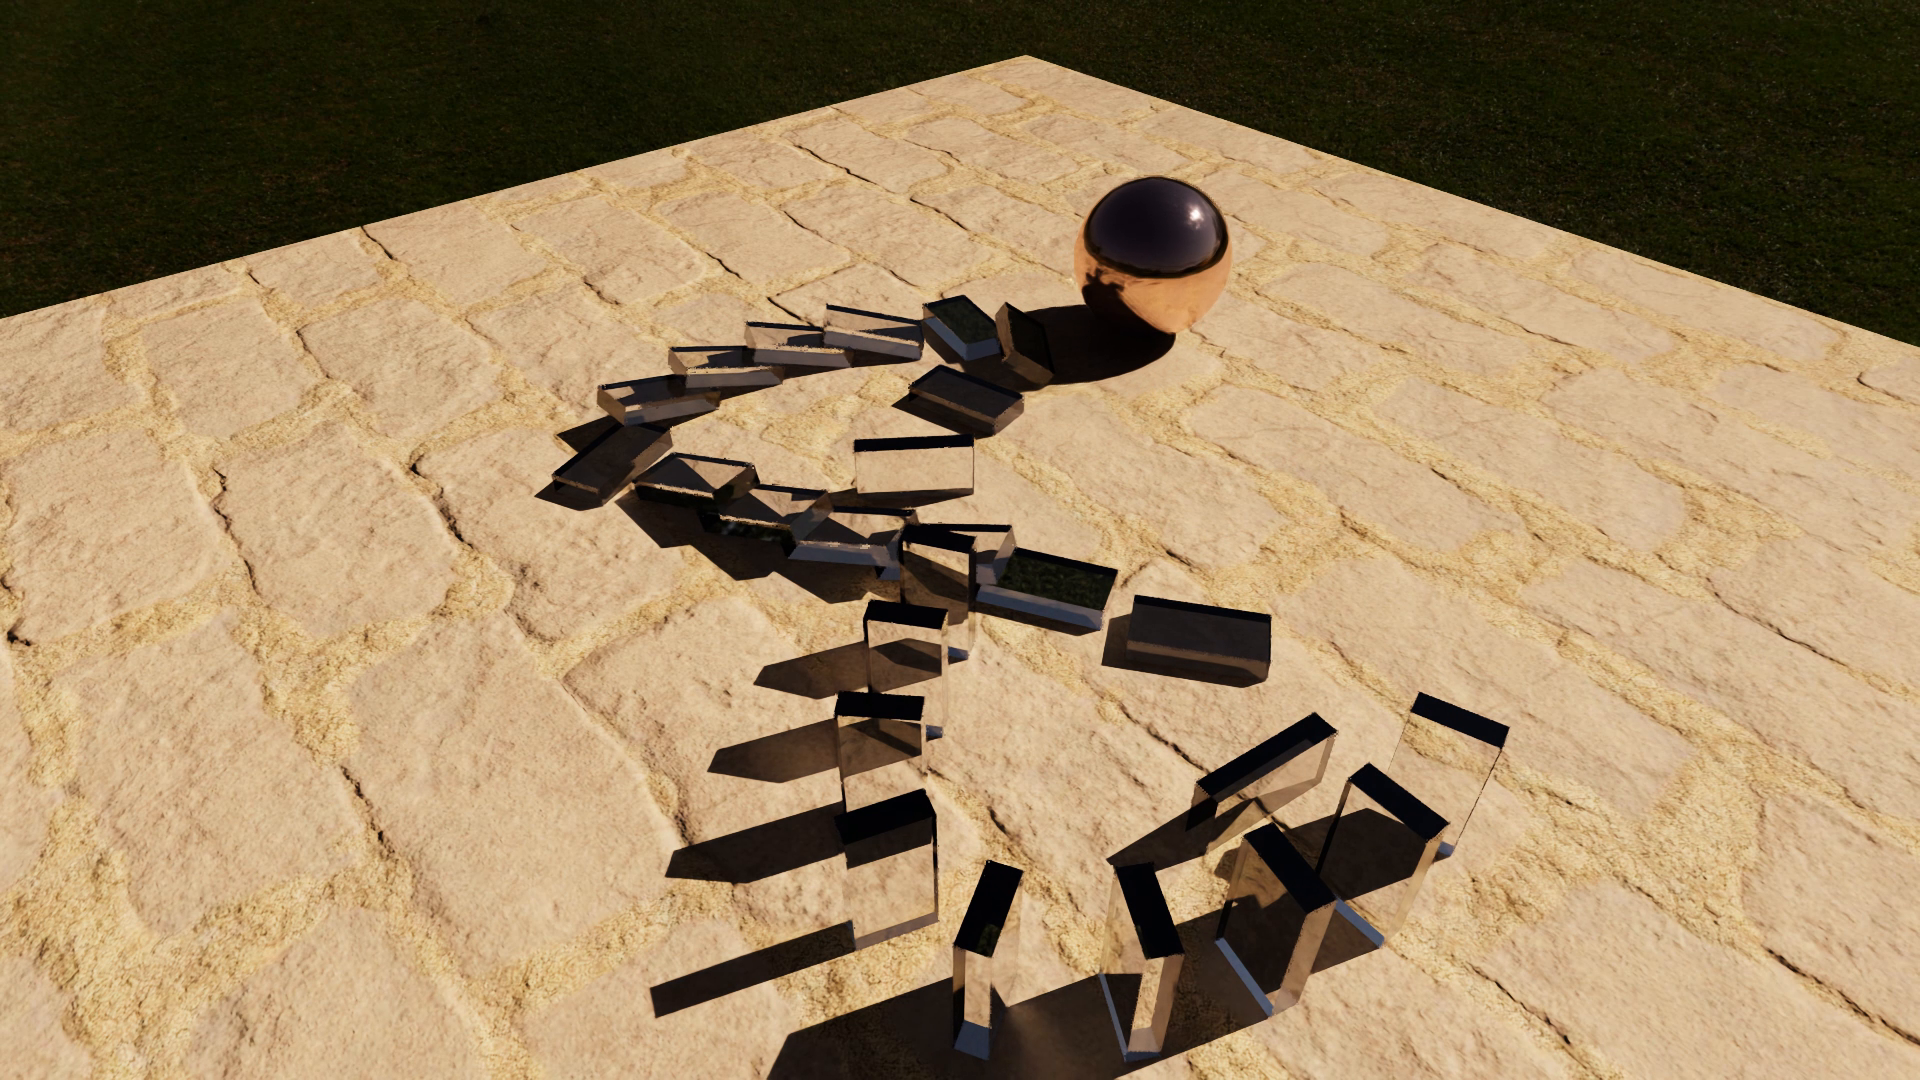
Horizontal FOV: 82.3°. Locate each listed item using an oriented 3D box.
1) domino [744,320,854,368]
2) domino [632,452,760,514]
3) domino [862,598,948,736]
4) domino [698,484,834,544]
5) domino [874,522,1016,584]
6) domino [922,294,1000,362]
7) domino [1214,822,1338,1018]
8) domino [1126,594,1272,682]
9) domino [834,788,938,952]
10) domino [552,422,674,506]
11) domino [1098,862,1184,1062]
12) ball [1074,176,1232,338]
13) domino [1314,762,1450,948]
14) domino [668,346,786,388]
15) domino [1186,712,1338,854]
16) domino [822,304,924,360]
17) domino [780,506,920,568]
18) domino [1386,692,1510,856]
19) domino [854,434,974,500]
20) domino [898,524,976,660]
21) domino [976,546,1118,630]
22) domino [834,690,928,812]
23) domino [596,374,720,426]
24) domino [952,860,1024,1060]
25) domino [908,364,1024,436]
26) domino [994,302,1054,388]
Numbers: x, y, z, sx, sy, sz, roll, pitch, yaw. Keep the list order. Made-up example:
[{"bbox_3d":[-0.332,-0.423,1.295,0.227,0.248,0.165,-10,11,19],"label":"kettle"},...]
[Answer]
[{"bbox_3d":[-0.081,-0.099,0.554,0.050,0.010,0.025,0,37,-25],"label":"domino"},{"bbox_3d":[-0.112,-0.025,0.464,0.050,0.009,0.025,10,38,35],"label":"domino"},{"bbox_3d":[-0.017,0.043,0.360,0.025,0.050,0.010,7,40,9],"label":"domino"},{"bbox_3d":[-0.079,-0.012,0.448,0.050,0.010,0.025,7,38,32],"label":"domino"},{"bbox_3d":[-0.006,0.005,0.429,0.050,0.010,0.025,1,37,24],"label":"domino"},{"bbox_3d":[0.003,-0.113,0.581,0.025,0.010,0.050,-18,43,-21],"label":"domino"},{"bbox_3d":[0.082,0.100,0.289,0.009,0.050,0.025,-17,42,-19],"label":"domino"},{"bbox_3d":[0.087,0.035,0.400,0.050,0.010,0.025,8,40,10],"label":"domino"},{"bbox_3d":[-0.019,0.091,0.301,0.025,0.050,0.009,-14,41,-17],"label":"domino"},{"bbox_3d":[-0.153,-0.036,0.487,0.025,0.010,0.050,16,42,19],"label":"domino"},{"bbox_3d":[0.045,0.108,0.280,0.010,0.050,0.025,-7,40,-8],"label":"domino"},{"bbox_3d":[0.098,-0.144,0.564,0.080,0.080,0.080,0,39,0],"label":"ball"},{"bbox_3d":[0.115,0.088,0.304,0.009,0.050,0.025,-26,46,-28],"label":"domino"},{"bbox_3d":[-0.114,-0.085,0.537,0.050,0.009,0.025,-8,38,-34],"label":"domino"},{"bbox_3d":[0.093,0.075,0.340,0.050,0.025,0.009,-22,44,-25],"label":"domino"},{"bbox_3d":[-0.044,-0.107,0.564,0.050,0.009,0.025,7,37,-14],"label":"domino"},{"bbox_3d":[-0.044,-0.002,0.436,0.050,0.009,0.025,4,37,28],"label":"domino"},{"bbox_3d":[0.141,0.070,0.326,0.025,0.050,0.009,22,44,25],"label":"domino"},{"bbox_3d":[-0.019,-0.031,0.469,0.050,0.025,0.009,-3,39,-4],"label":"domino"},{"bbox_3d":[-0.008,0.019,0.388,0.025,0.050,0.010,11,41,13],"label":"domino"},{"bbox_3d":[0.033,0.017,0.422,0.050,0.009,0.025,13,41,15],"label":"domino"},{"bbox_3d":[-0.023,0.067,0.330,0.025,0.050,0.009,3,39,4],"label":"domino"},{"bbox_3d":[-0.141,-0.067,0.516,0.050,0.009,0.025,-19,41,-42],"label":"domino"},{"bbox_3d":[0.007,0.108,0.280,0.010,0.050,0.025,13,41,15],"label":"domino"},{"bbox_3d":[0.003,-0.067,0.526,0.050,0.010,0.025,24,45,27],"label":"domino"},{"bbox_3d":[0.032,-0.099,0.554,0.025,0.010,0.050,27,33,-23],"label":"domino"}]
